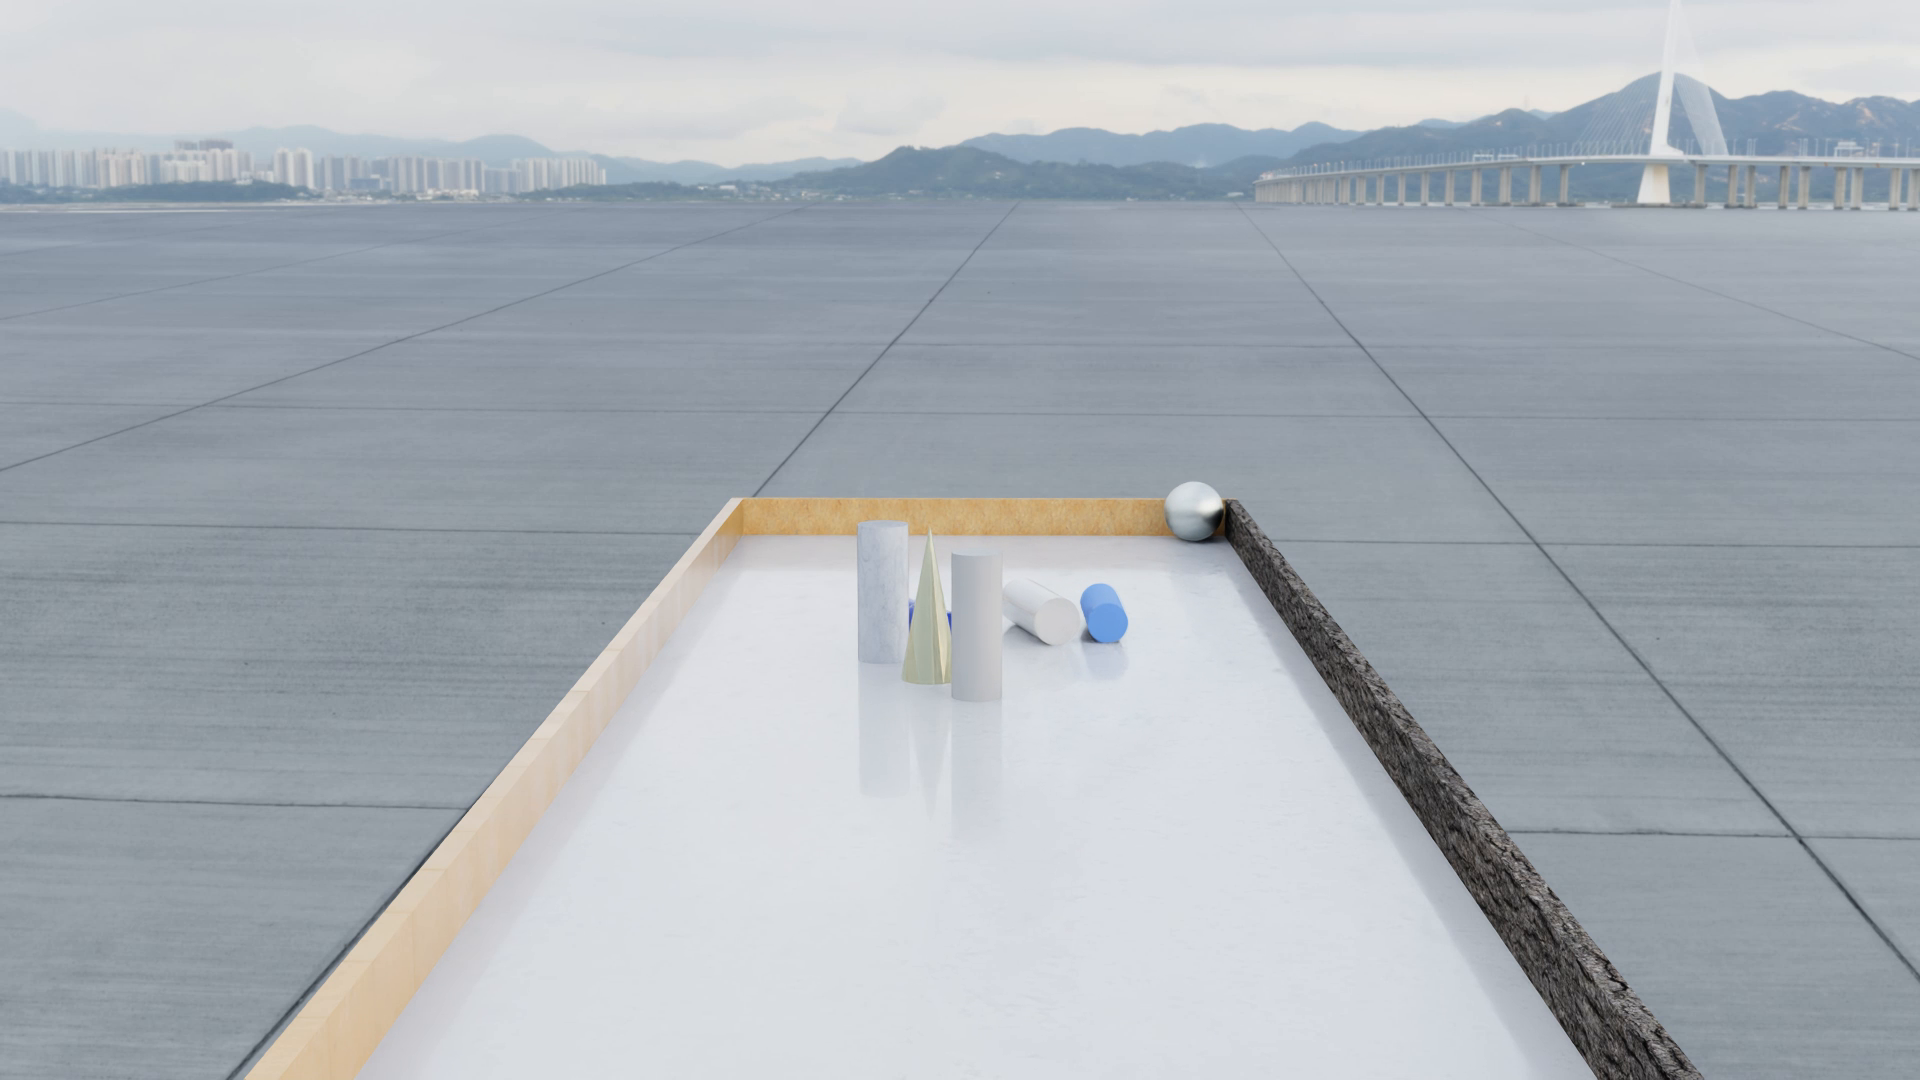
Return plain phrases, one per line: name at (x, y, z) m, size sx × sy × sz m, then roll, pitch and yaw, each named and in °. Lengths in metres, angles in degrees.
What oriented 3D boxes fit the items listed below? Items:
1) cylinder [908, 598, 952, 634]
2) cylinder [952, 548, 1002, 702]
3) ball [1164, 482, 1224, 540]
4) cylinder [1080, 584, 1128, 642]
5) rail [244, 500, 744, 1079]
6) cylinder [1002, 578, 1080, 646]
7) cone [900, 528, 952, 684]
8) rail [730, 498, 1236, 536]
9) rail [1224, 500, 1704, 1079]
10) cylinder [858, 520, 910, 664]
cylinder at (-0.122, 0.258, 7.019) m, size 0.114 × 0.114 × 0.367 m, roll -5°, pitch 11°, yaw -31°
cylinder at (0.047, 0.237, 6.189) m, size 0.144 × 0.414 × 0.144 m, roll 0°, pitch 9°, yaw 0°
ball at (0.954, -0.118, 8.976) m, size 0.243 × 0.243 × 0.243 m, roll 0°, pitch 9°, yaw 0°
cylinder at (0.465, 0.234, 7.123) m, size 0.128 × 0.128 × 0.363 m, roll 0°, pitch 9°, yaw -1°
rail at (-1.004, 0.839, 3.234) m, size 0.050 × 0.150 × 12.000 m, roll 0°, pitch 9°, yaw 1°
cylinder at (0.254, 0.228, 7.085) m, size 0.152 × 0.152 × 0.373 m, roll -3°, pitch 9°, yaw -16°
cone at (-0.088, 0.180, 6.416) m, size 0.173 × 0.456 × 0.173 m, roll 0°, pitch 9°, yaw 0°
rail at (0.099, -0.098, 9.147) m, size 2.100 × 0.150 × 0.050 m, roll 0°, pitch 9°, yaw 1°
rail at (1.046, 0.843, 3.208) m, size 0.050 × 0.150 × 12.000 m, roll 0°, pitch 9°, yaw 1°
cylinder at (-0.233, 0.157, 6.687) m, size 0.156 × 0.416 × 0.156 m, roll 0°, pitch 9°, yaw 0°
